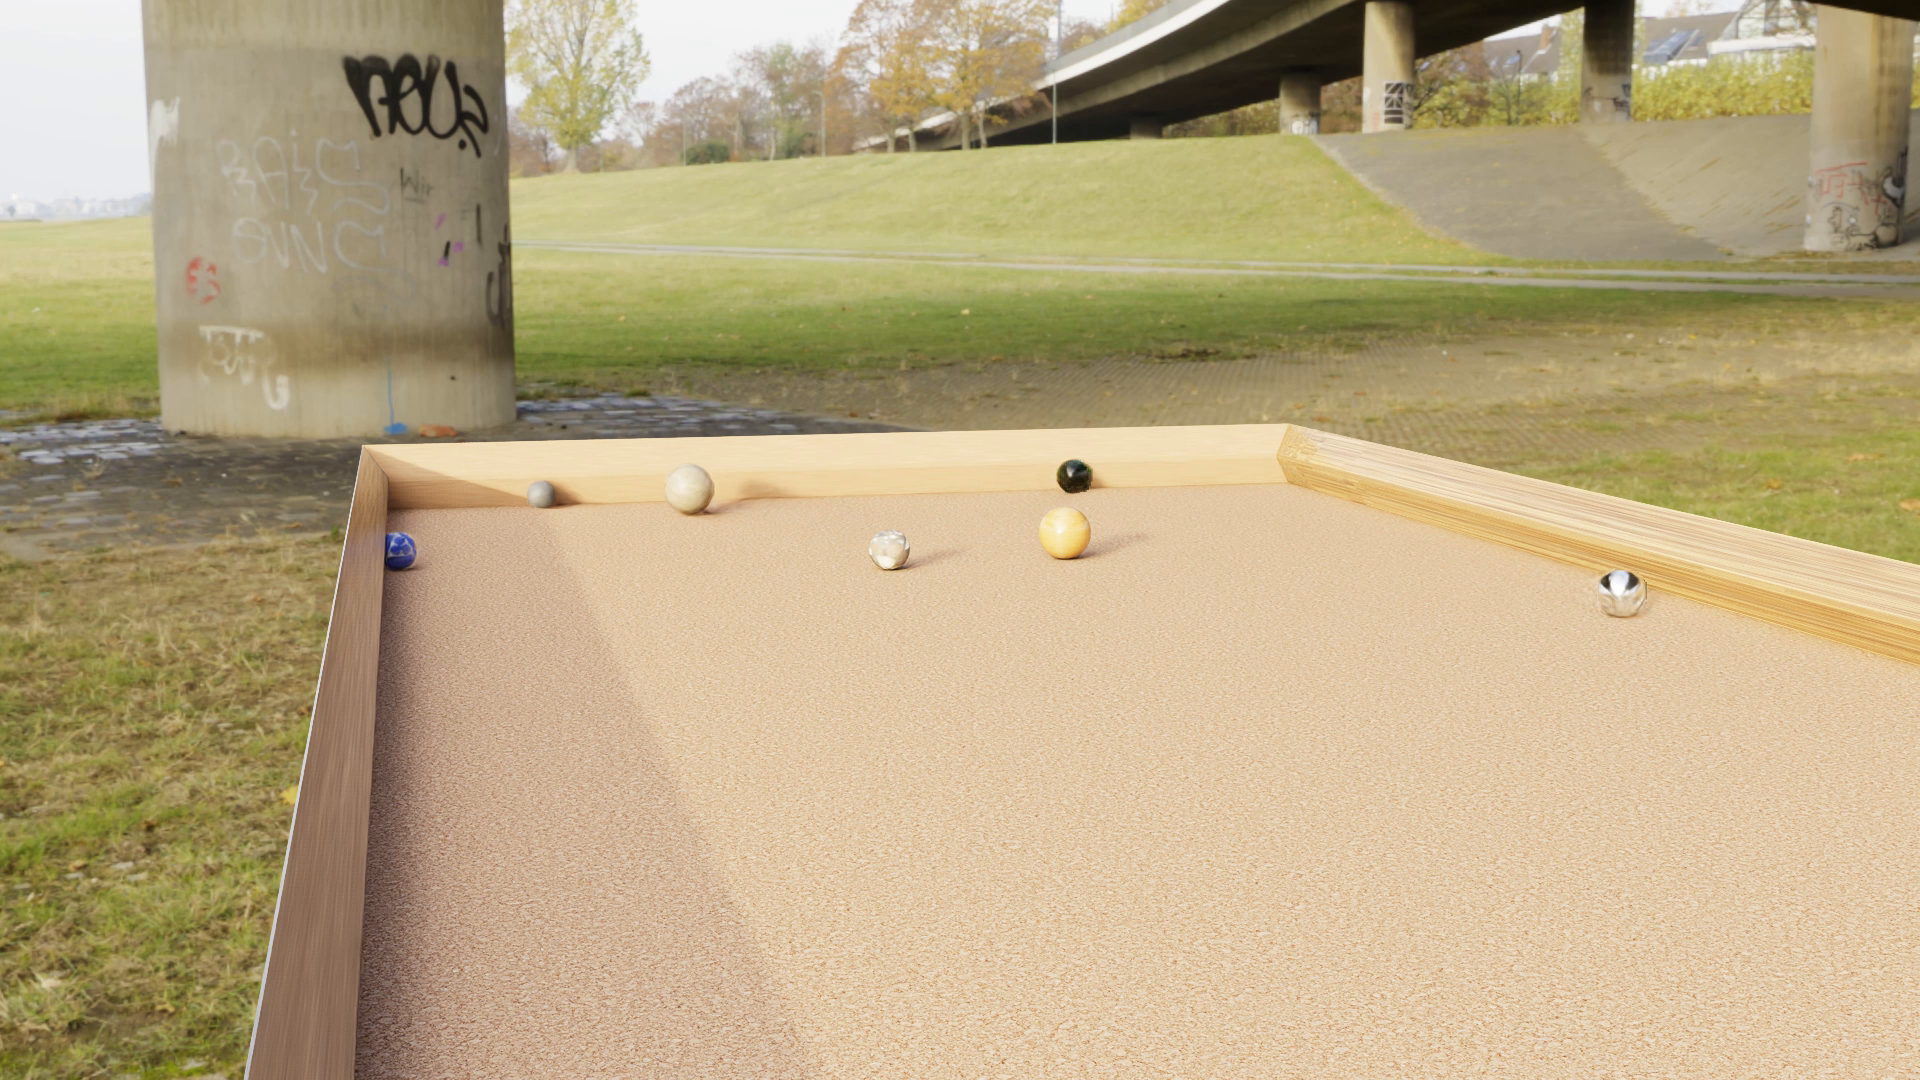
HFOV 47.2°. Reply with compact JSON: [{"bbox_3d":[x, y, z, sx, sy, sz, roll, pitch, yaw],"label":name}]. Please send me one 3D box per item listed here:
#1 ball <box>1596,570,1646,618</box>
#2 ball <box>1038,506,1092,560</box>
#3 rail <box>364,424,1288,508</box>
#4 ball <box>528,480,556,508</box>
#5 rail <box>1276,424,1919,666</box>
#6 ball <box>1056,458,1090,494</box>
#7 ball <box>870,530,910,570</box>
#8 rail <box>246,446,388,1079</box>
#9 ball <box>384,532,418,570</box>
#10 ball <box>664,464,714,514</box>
[{"bbox_3d":[0.889,0.072,2.959,0.064,0.064,0.064,0,8,0],"label":"ball"},{"bbox_3d":[0.166,-0.011,3.471,0.083,0.083,0.083,0,8,0],"label":"ball"},{"bbox_3d":[-0.209,-0.144,4.261,1.832,0.119,0.045,-2,8,-14],"label":"rail"},{"bbox_3d":[-0.777,-0.084,4.087,0.053,0.053,0.053,0,8,0],"label":"ball"},{"bbox_3d":[1.080,0.065,2.804,0.045,0.119,3.530,-2,8,-14],"label":"rail"},{"bbox_3d":[0.222,-0.126,4.323,0.068,0.068,0.068,0,8,0],"label":"ball"},{"bbox_3d":[-0.108,0.015,3.363,0.062,0.062,0.062,0,8,0],"label":"ball"},{"bbox_3d":[-0.651,0.127,2.375,0.045,0.119,3.530,-2,8,-14],"label":"rail"},{"bbox_3d":[-0.860,0.016,3.364,0.059,0.059,0.059,0,8,0],"label":"ball"},{"bbox_3d":[-0.493,-0.092,4.003,0.091,0.091,0.091,0,8,0],"label":"ball"}]
